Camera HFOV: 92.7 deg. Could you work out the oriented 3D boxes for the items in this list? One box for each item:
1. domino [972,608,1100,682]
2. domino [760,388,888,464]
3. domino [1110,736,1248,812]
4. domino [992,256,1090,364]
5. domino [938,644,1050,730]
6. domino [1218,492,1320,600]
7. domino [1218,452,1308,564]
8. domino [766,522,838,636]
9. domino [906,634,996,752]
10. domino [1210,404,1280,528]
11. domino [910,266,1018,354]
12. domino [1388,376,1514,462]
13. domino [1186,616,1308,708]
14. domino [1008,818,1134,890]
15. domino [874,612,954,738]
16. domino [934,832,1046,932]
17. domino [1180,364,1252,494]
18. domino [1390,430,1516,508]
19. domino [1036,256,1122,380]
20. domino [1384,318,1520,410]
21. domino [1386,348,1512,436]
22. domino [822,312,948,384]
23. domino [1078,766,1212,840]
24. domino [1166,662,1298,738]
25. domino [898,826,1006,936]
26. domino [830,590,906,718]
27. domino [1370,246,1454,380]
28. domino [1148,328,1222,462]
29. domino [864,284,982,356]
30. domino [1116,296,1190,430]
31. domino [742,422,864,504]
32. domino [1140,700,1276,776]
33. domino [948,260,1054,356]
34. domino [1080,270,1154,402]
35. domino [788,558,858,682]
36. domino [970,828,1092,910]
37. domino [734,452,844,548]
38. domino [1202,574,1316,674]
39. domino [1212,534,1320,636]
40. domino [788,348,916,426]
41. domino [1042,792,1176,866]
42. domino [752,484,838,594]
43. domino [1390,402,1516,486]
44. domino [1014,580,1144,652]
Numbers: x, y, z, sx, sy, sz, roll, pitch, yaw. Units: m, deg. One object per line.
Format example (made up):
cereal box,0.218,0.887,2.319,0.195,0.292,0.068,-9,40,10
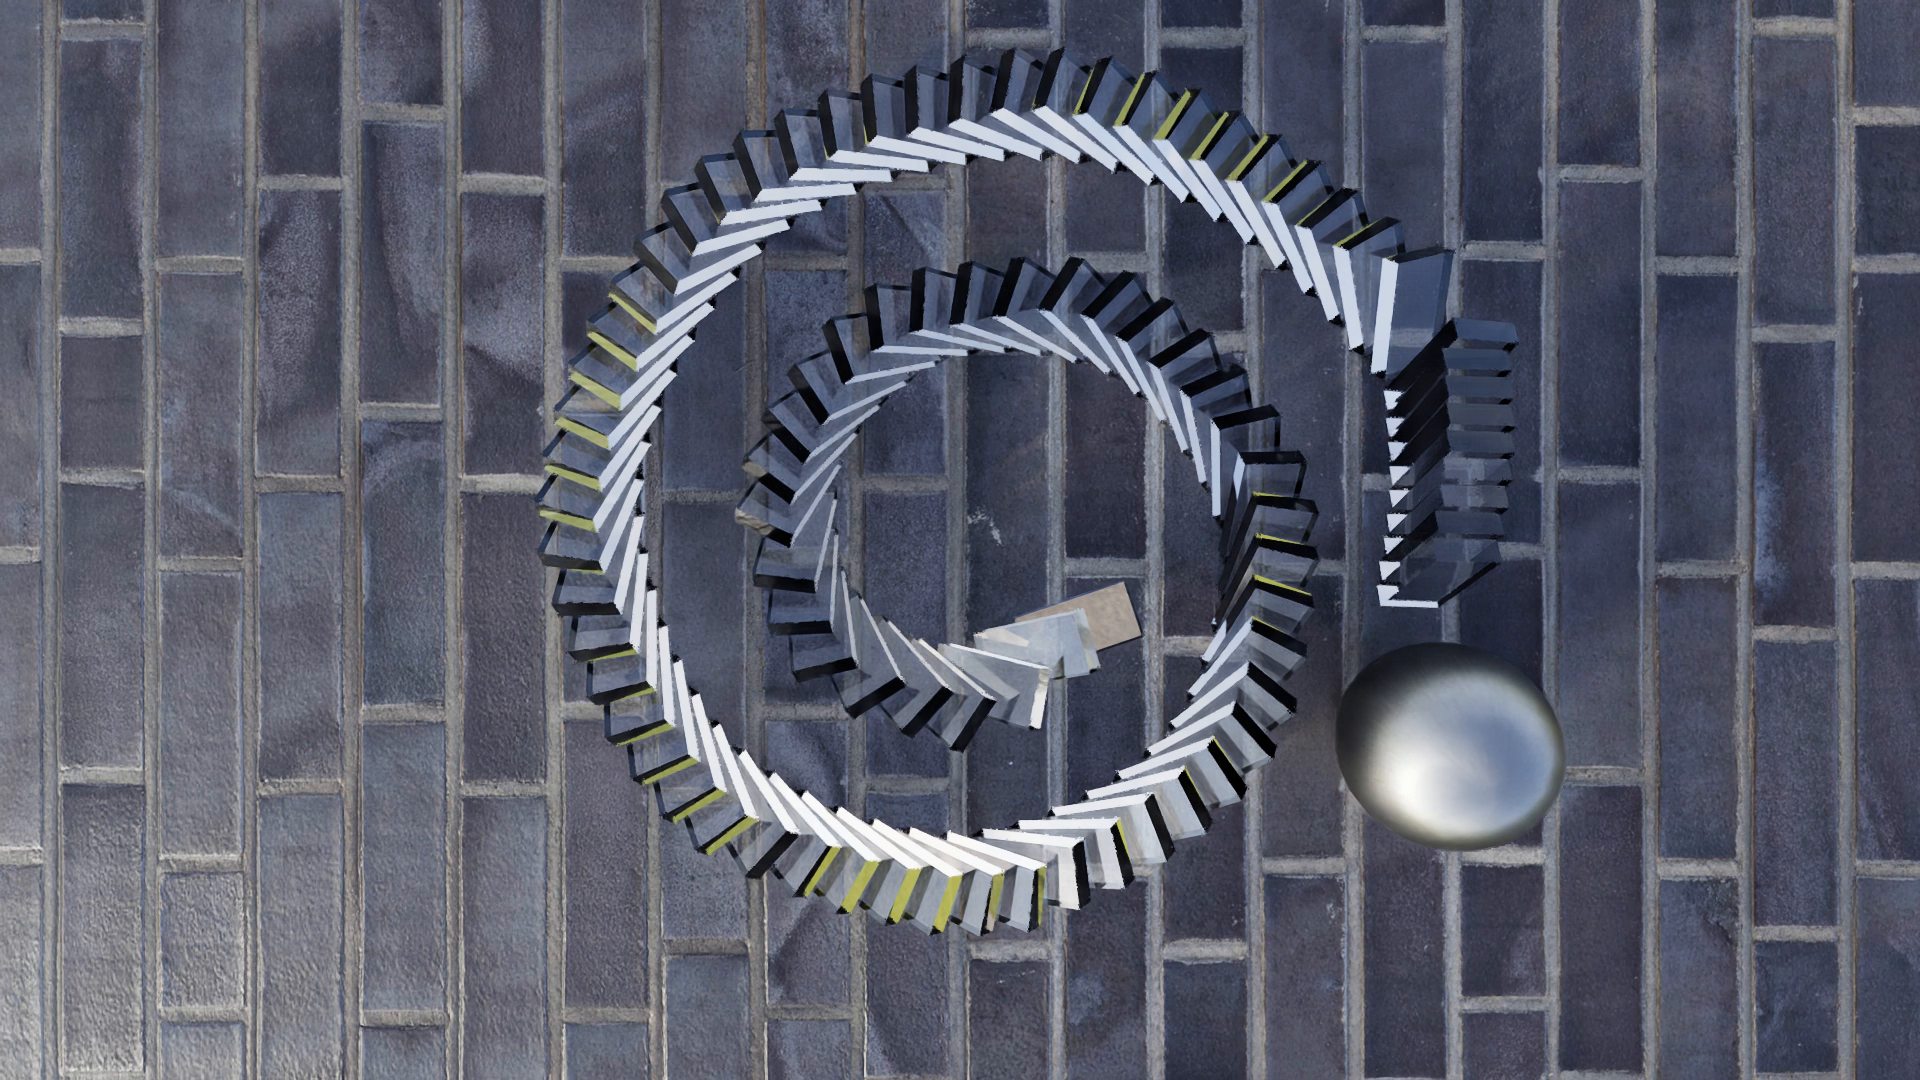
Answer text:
domino,0.031,0.046,0.382,0.050,0.009,0.025,-16,90,35
domino,-0.056,-0.055,0.381,0.025,0.009,0.050,46,52,0
domino,0.090,0.102,0.381,0.050,0.009,0.025,-33,91,36
domino,0.038,-0.095,0.381,0.050,0.009,0.025,19,90,-37
domino,0.012,0.060,0.382,0.050,0.009,0.025,10,90,34
domino,0.127,0.005,0.381,0.025,0.009,0.050,8,126,-1
domino,0.125,-0.013,0.381,0.025,0.010,0.050,-1,127,-1
domino,-0.065,0.015,0.381,0.025,0.009,0.050,-3,53,0
domino,-0.011,0.063,0.380,0.050,0.010,0.025,34,92,39
domino,0.119,-0.030,0.381,0.025,0.009,0.050,-13,128,0
domino,0.003,-0.095,0.381,0.050,0.010,0.025,3,90,-38
domino,0.200,-0.049,0.375,0.025,0.050,0.010,2,65,0
domino,0.118,0.057,0.381,0.025,0.009,0.050,28,126,0
domino,0.045,0.130,0.382,0.050,0.009,0.025,-14,90,36
domino,-0.027,0.055,0.381,0.025,0.009,0.050,-47,51,0
domino,0.011,0.141,0.381,0.050,0.010,0.025,6,91,36
domino,0.109,-0.046,0.381,0.025,0.010,0.050,-24,127,0
domino,0.200,-0.027,0.375,0.025,0.050,0.009,2,65,0
domino,0.057,-0.091,0.381,0.050,0.010,0.025,33,90,-38
domino,0.199,-0.070,0.374,0.025,0.050,0.009,4,65,-6
domino,0.199,-0.059,0.375,0.025,0.050,0.010,2,65,0
domino,-0.031,-0.082,0.381,0.050,0.010,0.025,-20,90,-39
domino,0.076,0.113,0.381,0.050,0.009,0.025,-27,90,36
domino,0.112,0.074,0.381,0.025,0.010,0.050,39,127,0
domino,-0.007,0.141,0.381,0.050,0.010,0.025,12,91,36
domino,-0.044,0.046,0.381,0.025,0.010,0.050,-32,51,0
domino,0.187,-0.094,0.381,0.025,0.009,0.050,-15,123,-8
domino,0.098,-0.060,0.381,0.025,0.009,0.050,-32,127,0
domino,-0.015,-0.091,0.381,0.050,0.010,0.025,-6,89,-38
domino,0.086,-0.073,0.381,0.025,0.010,0.050,-39,127,0
domino,-0.065,-0.040,0.381,0.025,0.010,0.050,36,52,0
domino,0.102,0.089,0.381,0.025,0.009,0.050,48,127,-1
domino,0.020,-0.095,0.381,0.050,0.010,0.025,9,90,-37
domino,0.073,-0.084,0.381,0.025,0.010,0.050,-45,127,-1
domino,-0.058,0.033,0.381,0.025,0.009,0.050,-14,52,0
domino,0.029,0.136,0.381,0.050,0.009,0.025,-8,90,37
domino,-0.070,-0.023,0.381,0.025,0.010,0.050,25,52,0
domino,0.123,0.040,0.381,0.025,0.010,0.050,19,126,-1
domino,0.126,0.022,0.381,0.025,0.010,0.050,14,126,-1
domino,-0.044,-0.069,0.381,0.050,0.009,0.025,-33,90,-38
domino,0.061,0.122,0.381,0.050,0.010,0.025,-21,90,36
domino,-0.068,-0.002,0.381,0.025,0.009,0.050,7,52,0
domino,0.200,-0.038,0.375,0.025,0.050,0.010,2,65,0
domino,0.051,0.037,0.395,0.050,0.010,0.025,-19,90,0
